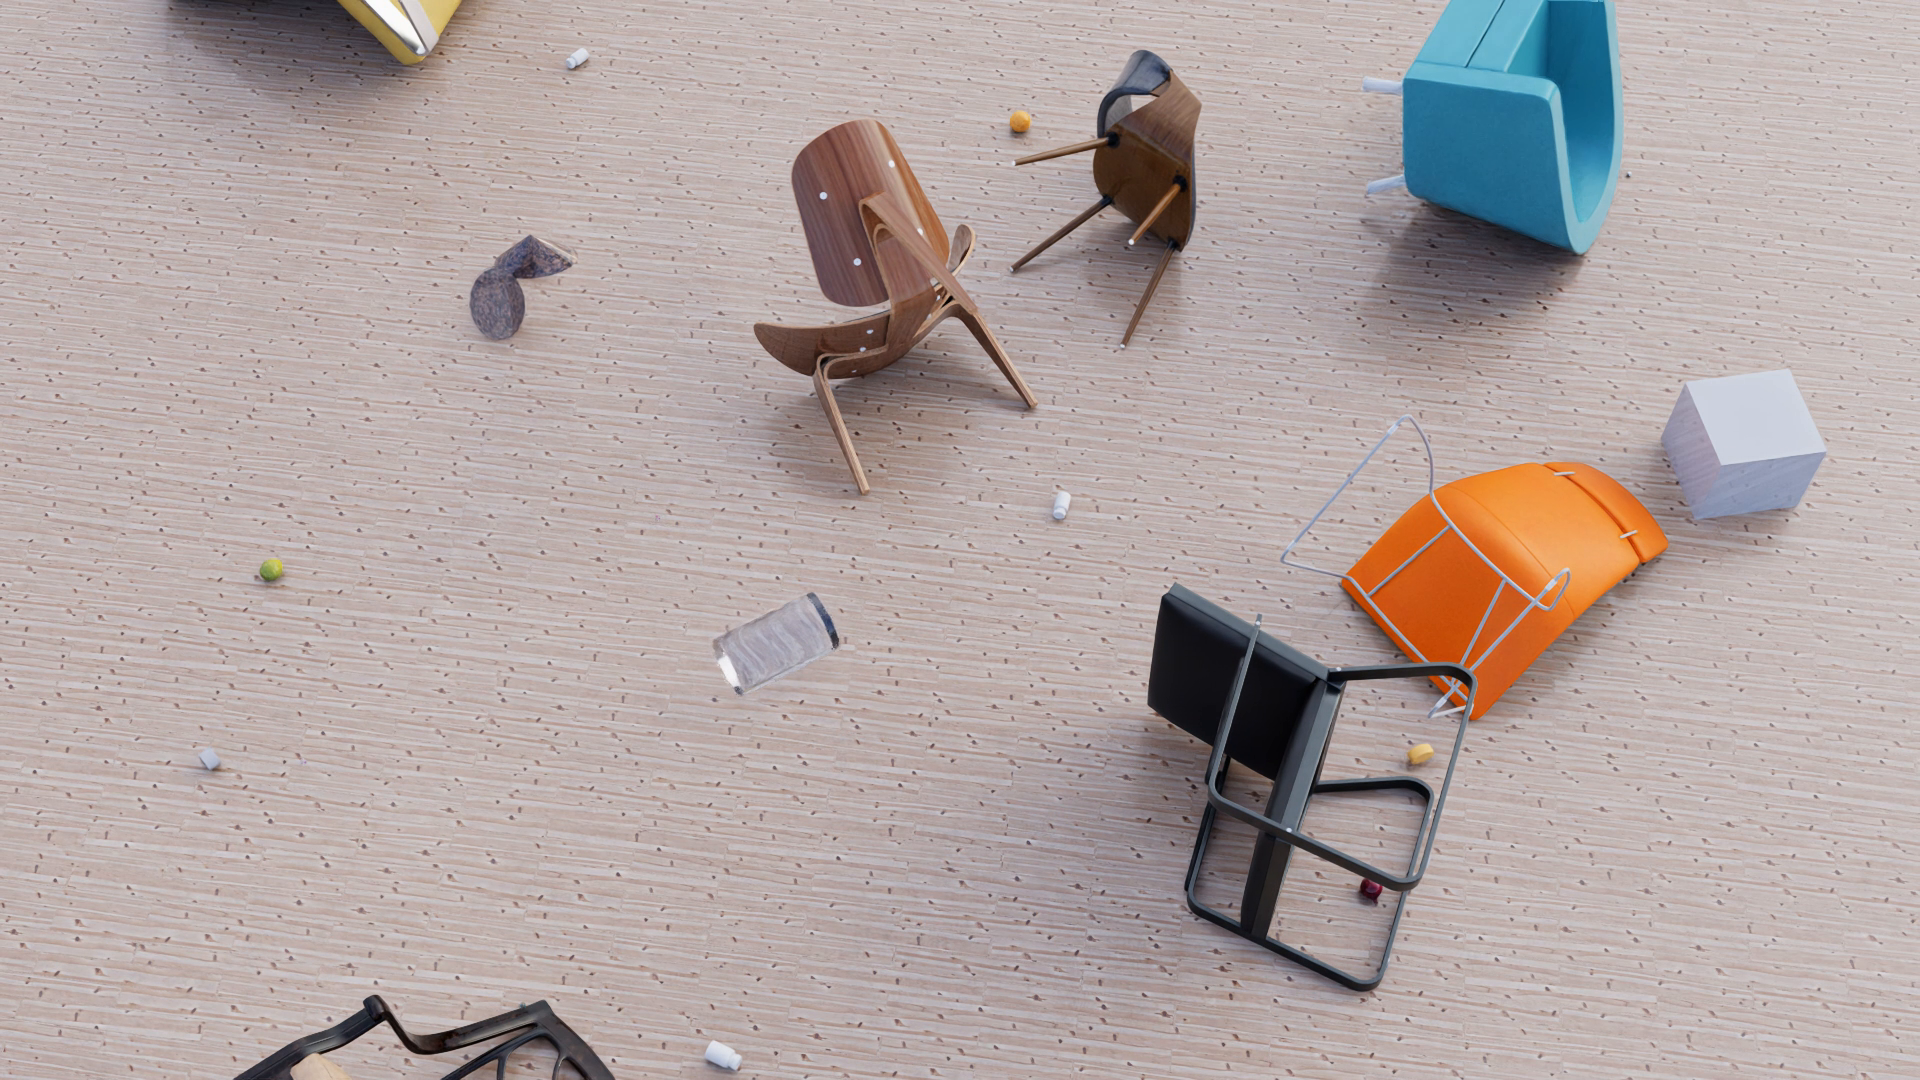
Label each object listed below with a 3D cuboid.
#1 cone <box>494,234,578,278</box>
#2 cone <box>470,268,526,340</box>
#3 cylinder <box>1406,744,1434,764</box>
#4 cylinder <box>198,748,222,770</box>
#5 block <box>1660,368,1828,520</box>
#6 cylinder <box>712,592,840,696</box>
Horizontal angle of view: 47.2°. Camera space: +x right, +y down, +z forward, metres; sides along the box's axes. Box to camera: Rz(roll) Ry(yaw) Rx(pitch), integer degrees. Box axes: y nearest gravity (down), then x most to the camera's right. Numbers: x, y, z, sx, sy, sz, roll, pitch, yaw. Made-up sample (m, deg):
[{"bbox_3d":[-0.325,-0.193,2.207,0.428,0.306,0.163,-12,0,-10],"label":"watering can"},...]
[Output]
[{"bbox_3d":[-1.385,-0.950,7.135,0.273,0.126,0.151,-7,56,-4],"label":"cone"},{"bbox_3d":[-1.469,-0.796,7.044,0.172,0.242,0.223,3,27,-6],"label":"cone"},{"bbox_3d":[1.285,0.597,6.140,0.074,0.054,0.028,-12,56,-25],"label":"cylinder"},{"bbox_3d":[-2.093,0.611,6.134,0.037,0.051,0.060,-37,59,-22],"label":"cylinder"},{"bbox_3d":[2.345,-0.287,6.598,0.322,0.280,0.310,-7,56,-5],"label":"block"},{"bbox_3d":[-0.525,0.296,6.269,0.312,0.176,0.183,-26,55,-17],"label":"cylinder"}]
